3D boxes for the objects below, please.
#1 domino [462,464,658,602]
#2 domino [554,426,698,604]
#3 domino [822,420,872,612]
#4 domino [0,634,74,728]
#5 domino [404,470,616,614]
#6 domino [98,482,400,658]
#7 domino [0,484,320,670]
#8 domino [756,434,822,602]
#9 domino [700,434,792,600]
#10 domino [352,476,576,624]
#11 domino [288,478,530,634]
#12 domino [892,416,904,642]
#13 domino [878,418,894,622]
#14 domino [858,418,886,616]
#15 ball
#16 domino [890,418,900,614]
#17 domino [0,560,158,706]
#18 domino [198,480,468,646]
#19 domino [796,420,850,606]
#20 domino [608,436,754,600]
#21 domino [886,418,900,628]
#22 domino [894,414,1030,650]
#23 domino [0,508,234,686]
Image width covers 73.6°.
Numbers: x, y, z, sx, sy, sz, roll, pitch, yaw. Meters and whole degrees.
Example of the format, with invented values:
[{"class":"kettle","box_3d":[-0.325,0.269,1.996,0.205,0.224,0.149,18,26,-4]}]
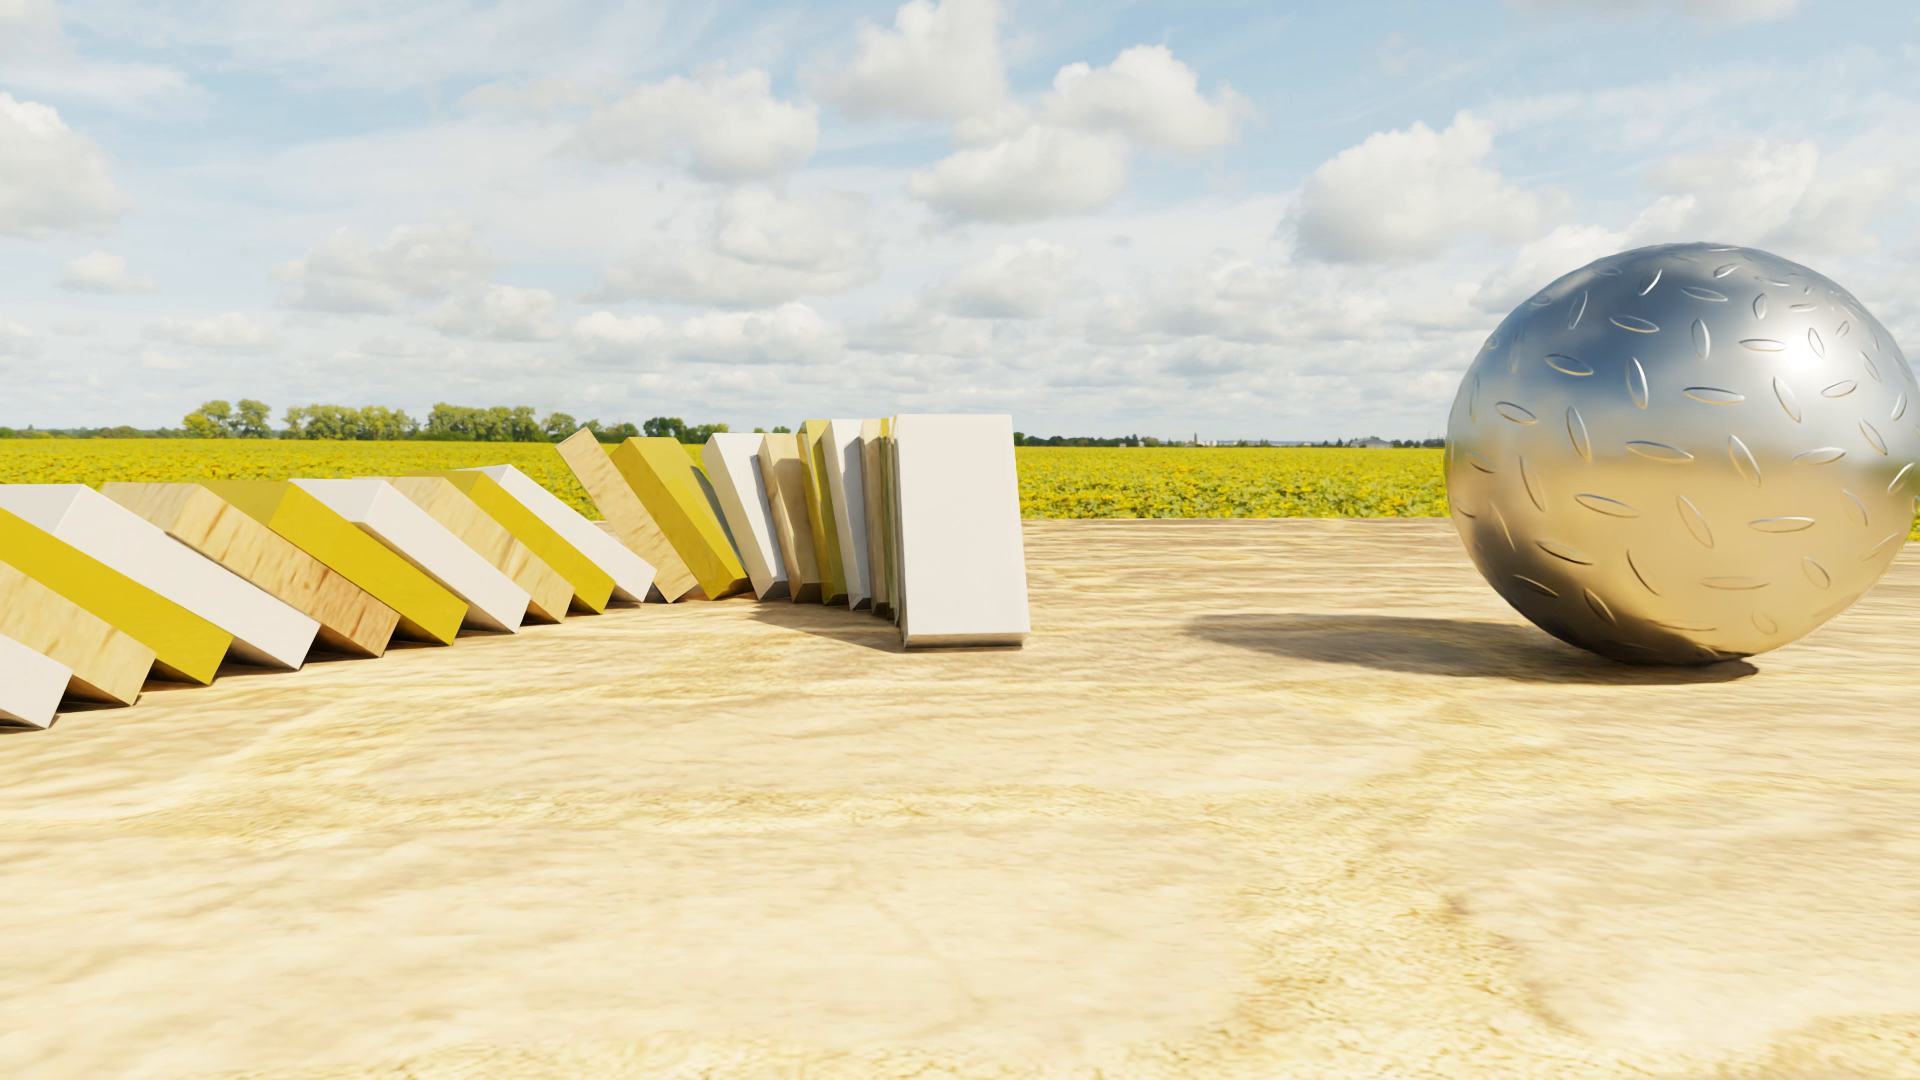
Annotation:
[{"class":"domino","box_3d":[-0.104,-0.001,0.325,0.025,0.010,0.050,-2,-32,38]},{"class":"domino","box_3d":[-0.091,-0.007,0.348,0.009,0.050,0.025,-36,14,-13]},{"class":"domino","box_3d":[-0.019,-0.007,0.337,0.025,0.050,0.009,-2,-22,-25]},{"class":"domino","box_3d":[-0.152,0.012,0.175,0.025,0.010,0.050,1,-28,11]},{"class":"domino","box_3d":[-0.109,0.001,0.308,0.025,0.010,0.050,2,-30,29]},{"class":"domino","box_3d":[-0.134,0.007,0.242,0.025,0.010,0.050,2,-29,24]},{"class":"domino","box_3d":[-0.143,0.007,0.227,0.025,0.009,0.050,1,-29,25]},{"class":"domino","box_3d":[-0.039,-0.007,0.357,0.025,0.050,0.009,-2,-34,-27]},{"class":"domino","box_3d":[-0.053,-0.007,0.364,0.025,0.050,0.009,-4,-32,-42]},{"class":"domino","box_3d":[-0.113,0.003,0.290,0.025,0.009,0.050,2,-29,21]},{"class":"domino","box_3d":[-0.118,0.004,0.274,0.025,0.009,0.050,2,-29,21]},{"class":"domino","box_3d":[-0.001,-0.003,0.283,0.025,0.050,0.009,-1,-23,-8]},{"class":"domino","box_3d":[-0.006,-0.006,0.315,0.025,0.050,0.010,-1,-23,-8]},{"class":"domino","box_3d":[-0.011,-0.006,0.326,0.025,0.050,0.009,-1,-23,-12]},{"class":"ball","box_3d":[0.135,-0.016,0.245,0.080,0.080,0.080,0,4,0]},{"class":"domino","box_3d":[-0.002,-0.004,0.294,0.025,0.050,0.009,-1,-23,-8]},{"class":"domino","box_3d":[-0.151,0.010,0.192,0.025,0.009,0.050,1,-30,13]},{"class":"domino","box_3d":[-0.126,0.005,0.258,0.025,0.009,0.050,2,-29,24]},{"class":"domino","box_3d":[-0.027,-0.008,0.345,0.025,0.050,0.009,-2,-22,-25]},{"class":"domino","box_3d":[-0.075,-0.007,0.361,0.009,0.050,0.025,-41,-9,16]},{"class":"domino","box_3d":[-0.004,-0.005,0.305,0.025,0.050,0.009,-1,-23,-8]},{"class":"domino","box_3d":[0.000,-0.002,0.273,0.025,0.050,0.009,-1,-23,-8]},{"class":"domino","box_3d":[-0.150,0.009,0.212,0.025,0.009,0.050,1,-29,23]}]
